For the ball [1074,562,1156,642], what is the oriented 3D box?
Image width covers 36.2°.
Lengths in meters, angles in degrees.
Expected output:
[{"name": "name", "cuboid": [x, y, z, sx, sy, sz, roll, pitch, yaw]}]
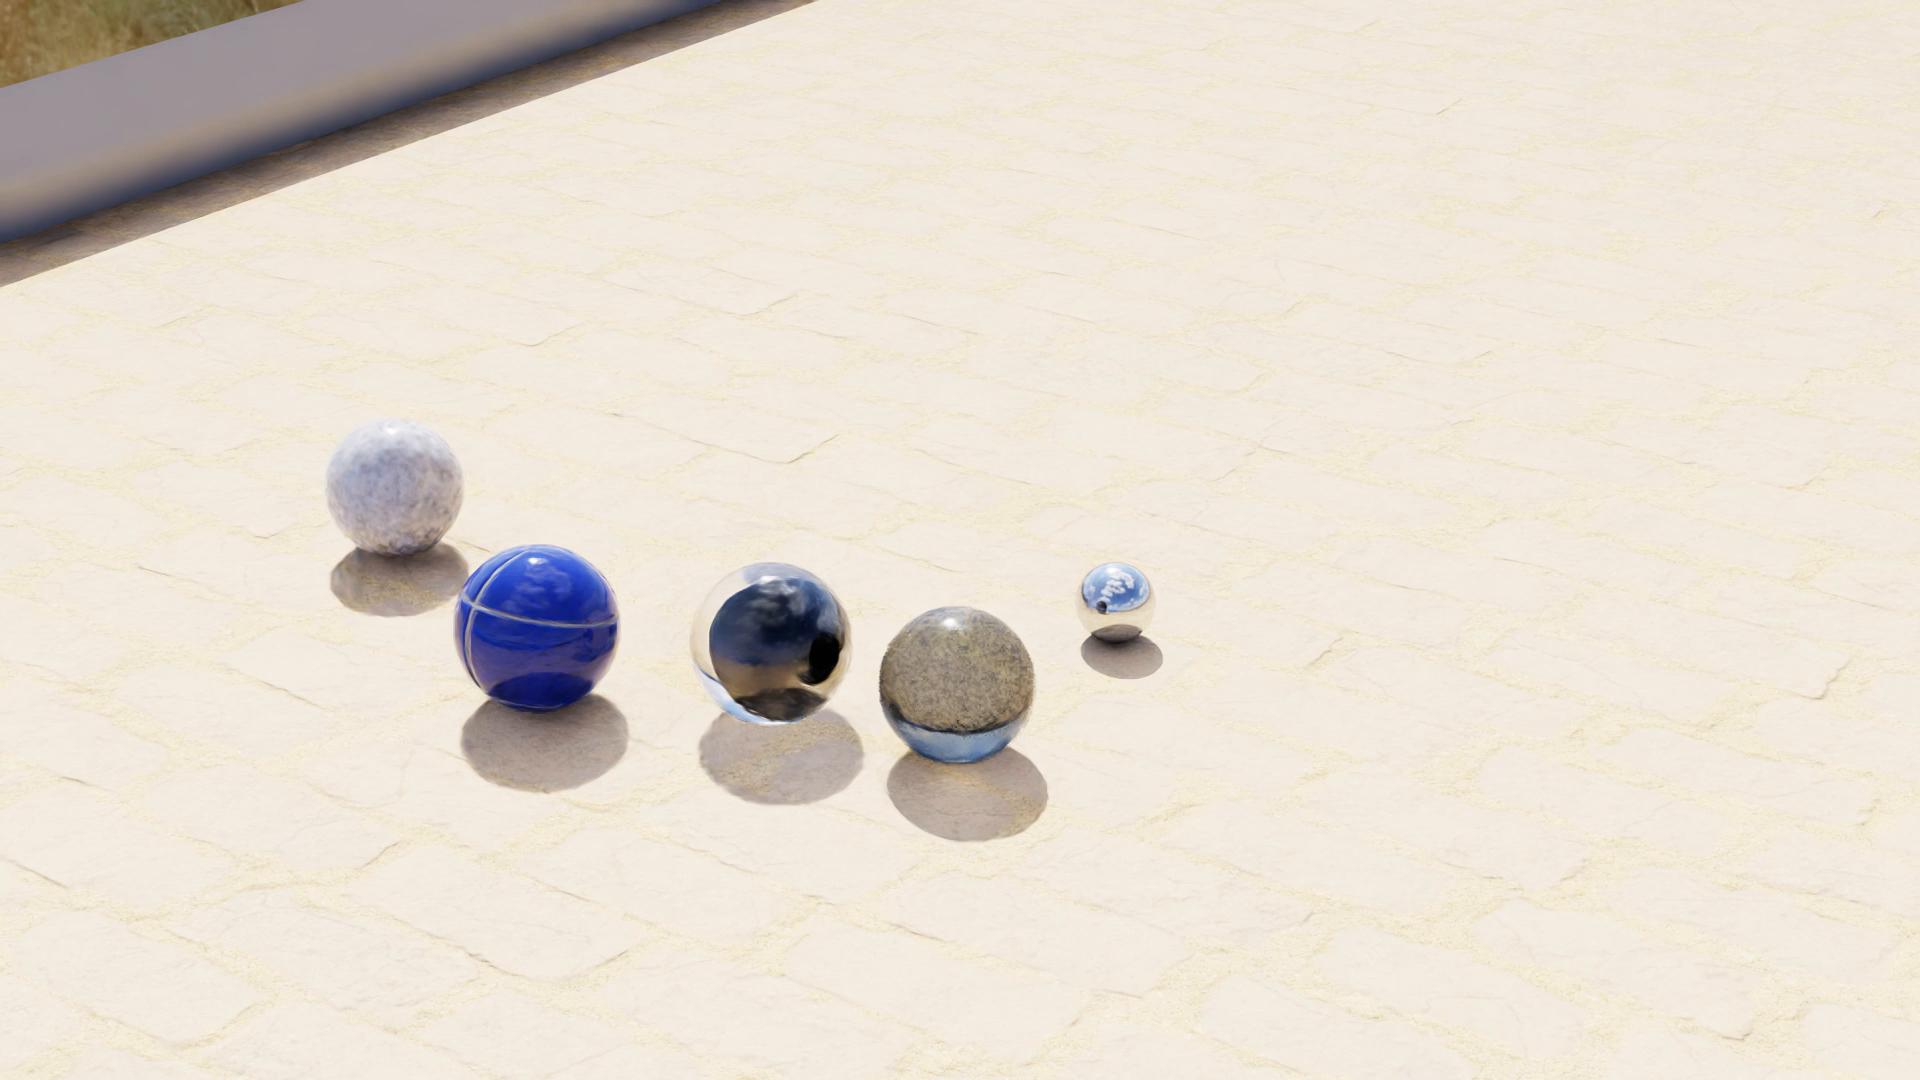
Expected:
[{"name": "ball", "cuboid": [0.094, 0.037, 1.774, 0.049, 0.049, 0.049, 0, 25, 0]}]

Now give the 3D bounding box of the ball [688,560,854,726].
[{"name": "ball", "cuboid": [-0.107, 0.059, 1.675, 0.094, 0.094, 0.094, 0, 25, 0]}]

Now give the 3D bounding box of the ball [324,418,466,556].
[{"name": "ball", "cuboid": [-0.361, -0.034, 1.880, 0.089, 0.089, 0.089, 0, 25, 0]}]

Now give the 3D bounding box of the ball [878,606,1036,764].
[{"name": "ball", "cuboid": [-0.002, 0.080, 1.636, 0.088, 0.088, 0.088, 0, 25, 0]}]

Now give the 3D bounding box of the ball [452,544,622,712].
[{"name": "ball", "cuboid": [-0.243, 0.050, 1.690, 0.097, 0.097, 0.097, 0, 25, 0]}]

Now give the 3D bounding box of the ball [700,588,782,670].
[{"name": "ball", "cuboid": [-0.130, 0.053, 1.743, 0.048, 0.048, 0.048, 0, 25, 0]}]

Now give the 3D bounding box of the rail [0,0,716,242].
[{"name": "rail", "cuboid": [-0.314, -0.583, 3.012, 0.045, 0.126, 3.649, 16, 30, 31]}]
